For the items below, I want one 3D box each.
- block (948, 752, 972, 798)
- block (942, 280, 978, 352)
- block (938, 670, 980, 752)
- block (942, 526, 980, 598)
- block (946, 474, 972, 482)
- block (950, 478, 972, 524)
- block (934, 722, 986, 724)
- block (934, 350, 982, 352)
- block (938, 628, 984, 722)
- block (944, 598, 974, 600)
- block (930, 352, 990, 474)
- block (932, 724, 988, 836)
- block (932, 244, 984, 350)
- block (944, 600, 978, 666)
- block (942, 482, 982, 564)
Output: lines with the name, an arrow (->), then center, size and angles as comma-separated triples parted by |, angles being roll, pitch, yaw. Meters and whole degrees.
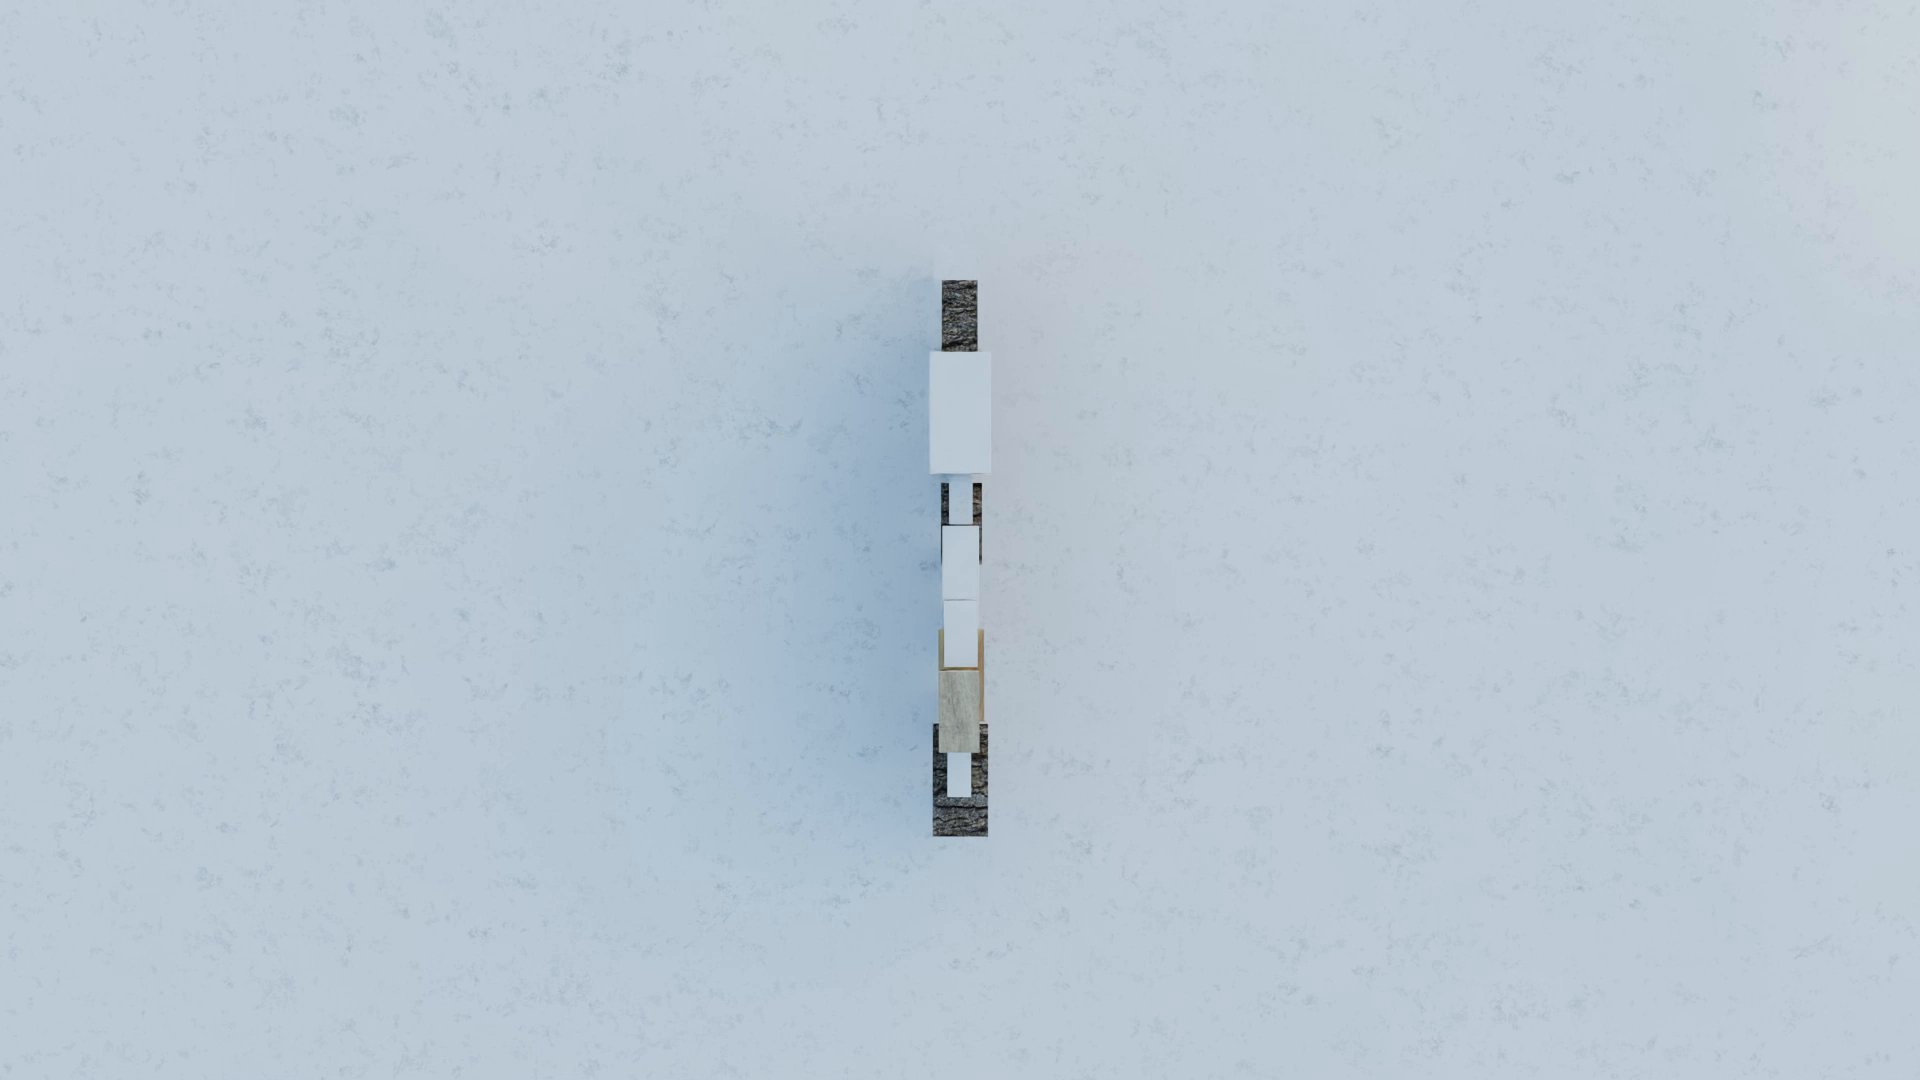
block -> -0.002, 0.699, 4.954 | 0.071, 0.020, 0.142 | 0, 90, 0
block -> -0.001, -0.663, 4.904 | 0.107, 0.030, 0.214 | 0, 90, 0
block -> -0.002, 0.504, 4.852 | 0.119, 0.034, 0.238 | 0, 90, 0
block -> 0.002, 0.067, 4.970 | 0.110, 0.031, 0.220 | 0, 90, 0
block -> -0.004, -0.272, 5.316 | 0.086, 0.024, 0.172 | 0, 90, 0
block -> 0.003, -0.119, 5.052 | 0.072, 0.020, 0.143 | 0, 90, 0
block -> 0.001, 0.631, 5.328 | 0.172, 0.345, 0.049 | 0, 90, 0
block -> -0.004, -0.651, 5.339 | 0.161, 0.321, 0.046 | 0, 90, 0
block -> 0.004, 0.425, 5.192 | 0.144, 0.041, 0.288 | 0, 90, 0
block -> -0.001, 0.179, 5.293 | 0.097, 0.027, 0.193 | 0, 90, 0
block -> 0.000, -0.374, 4.857 | 0.178, 0.050, 0.356 | 0, 90, 0
block -> 0.001, 0.746, 5.131 | 0.172, 0.049, 0.345 | 0, 90, 0
block -> -0.004, -0.758, 5.156 | 0.161, 0.046, 0.321 | 0, 90, 0
block -> 0.003, 0.281, 4.958 | 0.099, 0.028, 0.199 | 0, 90, 0
block -> 0.005, -0.052, 5.223 | 0.129, 0.037, 0.258 | 0, 90, 0
